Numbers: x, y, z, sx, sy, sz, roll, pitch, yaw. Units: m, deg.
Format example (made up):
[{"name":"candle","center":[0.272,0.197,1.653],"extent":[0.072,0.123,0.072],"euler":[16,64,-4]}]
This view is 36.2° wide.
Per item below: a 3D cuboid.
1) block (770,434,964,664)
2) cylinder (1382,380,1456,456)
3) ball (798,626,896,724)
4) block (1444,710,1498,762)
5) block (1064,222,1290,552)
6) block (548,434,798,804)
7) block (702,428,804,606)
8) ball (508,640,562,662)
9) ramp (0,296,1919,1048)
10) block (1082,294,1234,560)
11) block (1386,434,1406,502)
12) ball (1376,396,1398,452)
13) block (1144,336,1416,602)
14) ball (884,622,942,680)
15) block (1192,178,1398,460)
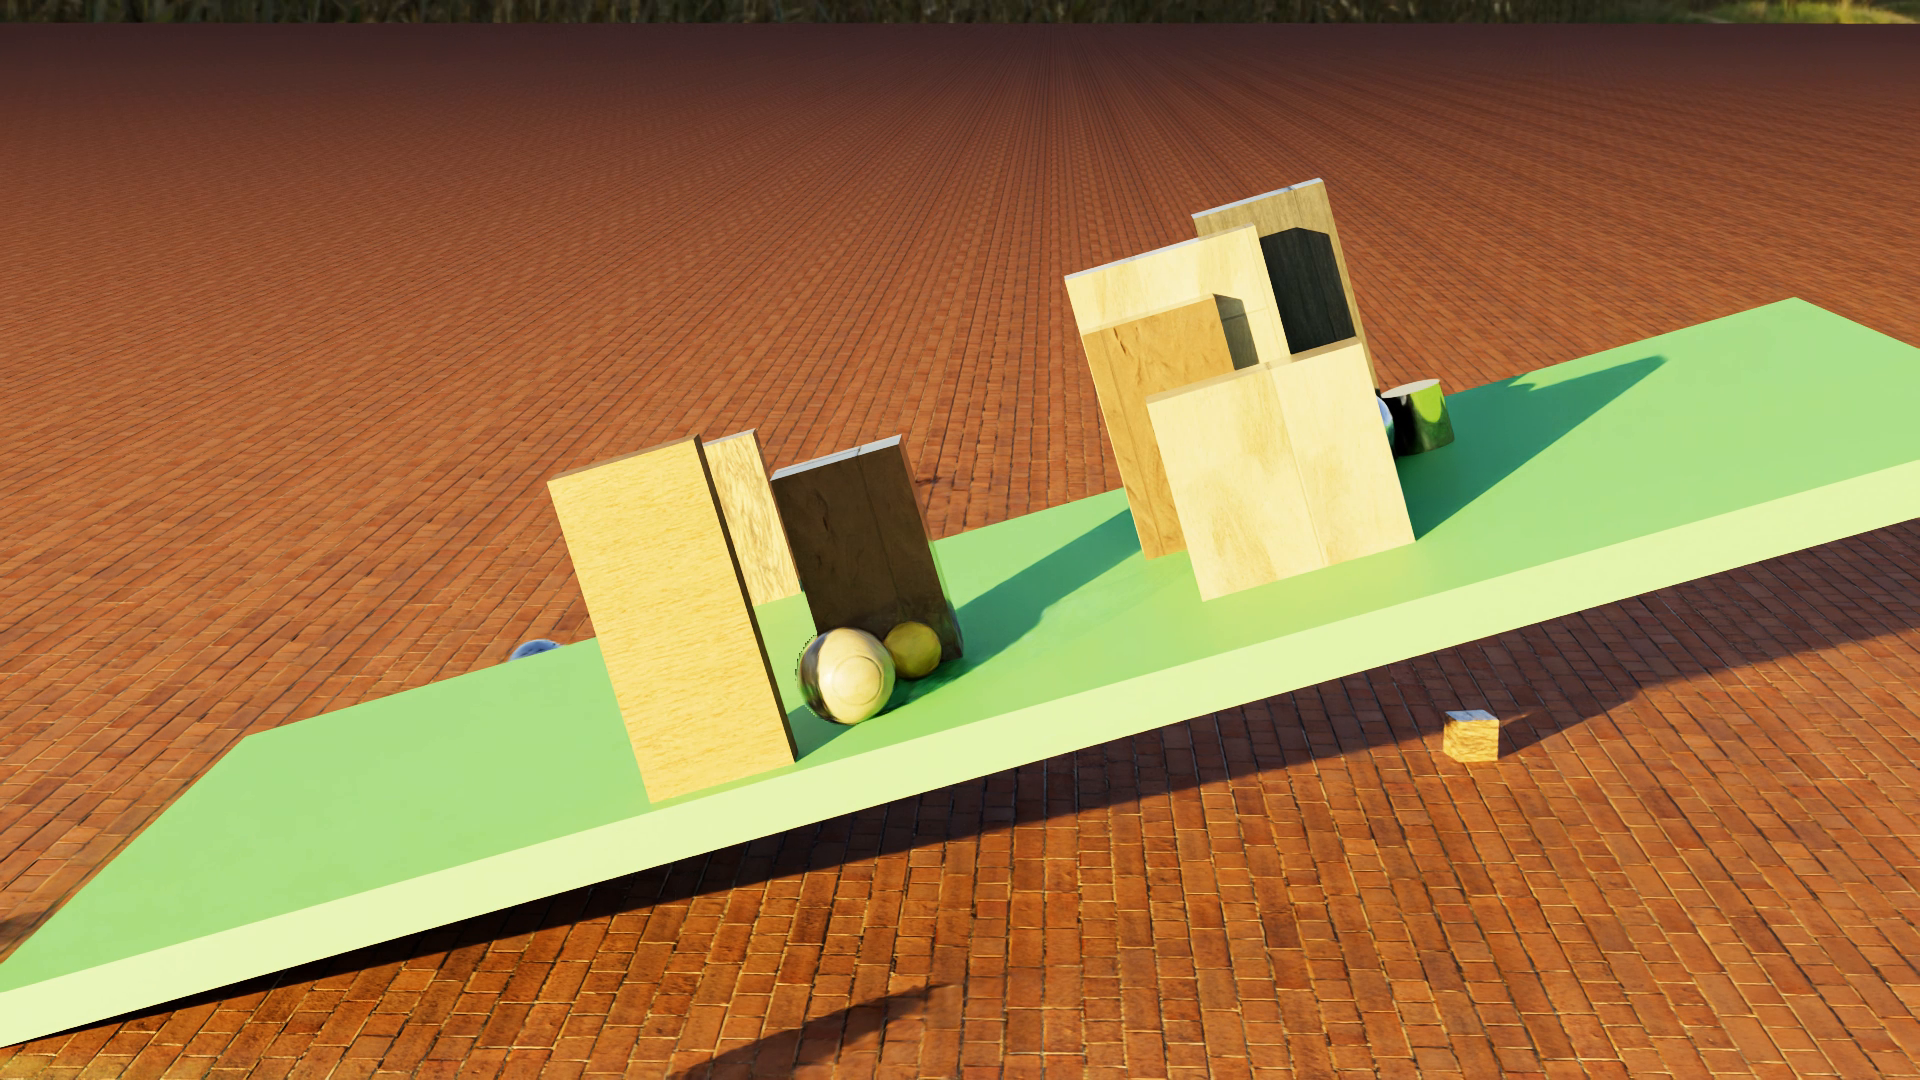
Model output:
[{"name":"block","center":[-0.184,0.047,5.935],"extent":[0.266,0.451,0.129],"euler":[-16,10,5]},{"name":"cylinder","center":[1.032,-0.276,6.633],"extent":[0.138,0.138,0.138],"euler":[-16,10,3]},{"name":"ball","center":[-0.215,0.258,5.592],"extent":[0.185,0.185,0.185],"euler":[0,11,0]},{"name":"block","center":[1.326,0.508,7.634],"extent":[0.107,0.107,0.107],"euler":[-2,11,-11]},{"name":"block","center":[0.514,-0.329,6.375],"extent":[0.420,0.617,0.101],"euler":[-16,10,5]},{"name":"block","center":[-0.527,0.146,5.427],"extent":[0.280,0.629,0.084],"euler":[-16,10,5]},{"name":"block","center":[-0.618,-0.022,7.165],"extent":[0.371,0.408,0.085],"euler":[-16,10,5]},{"name":"ball","center":[-1.153,0.373,8.092],"extent":[0.202,0.202,0.202],"euler":[0,11,0]},{"name":"ramp","center":[0.090,0.187,6.320],"extent":[4.000,0.100,2.000],"euler":[-16,10,5]},{"name":"block","center":[0.469,-0.242,6.294],"extent":[0.290,0.505,0.092],"euler":[-16,10,5]},{"name":"block","center":[0.819,-0.114,6.056],"extent":[0.147,0.147,0.147],"euler":[-14,10,18]},{"name":"ball","center":[0.861,-0.234,6.487],"extent":[0.204,0.204,0.204],"euler":[0,11,0]},{"name":"block","center":[0.625,-0.139,5.760],"extent":[0.429,0.404,0.114],"euler":[-16,10,5]},{"name":"ball","center":[-0.095,0.219,5.805],"extent":[0.117,0.117,0.117],"euler":[0,11,0]},{"name":"block","center":[0.752,-0.457,6.611],"extent":[0.297,0.645,0.115],"euler":[-16,10,5]}]
